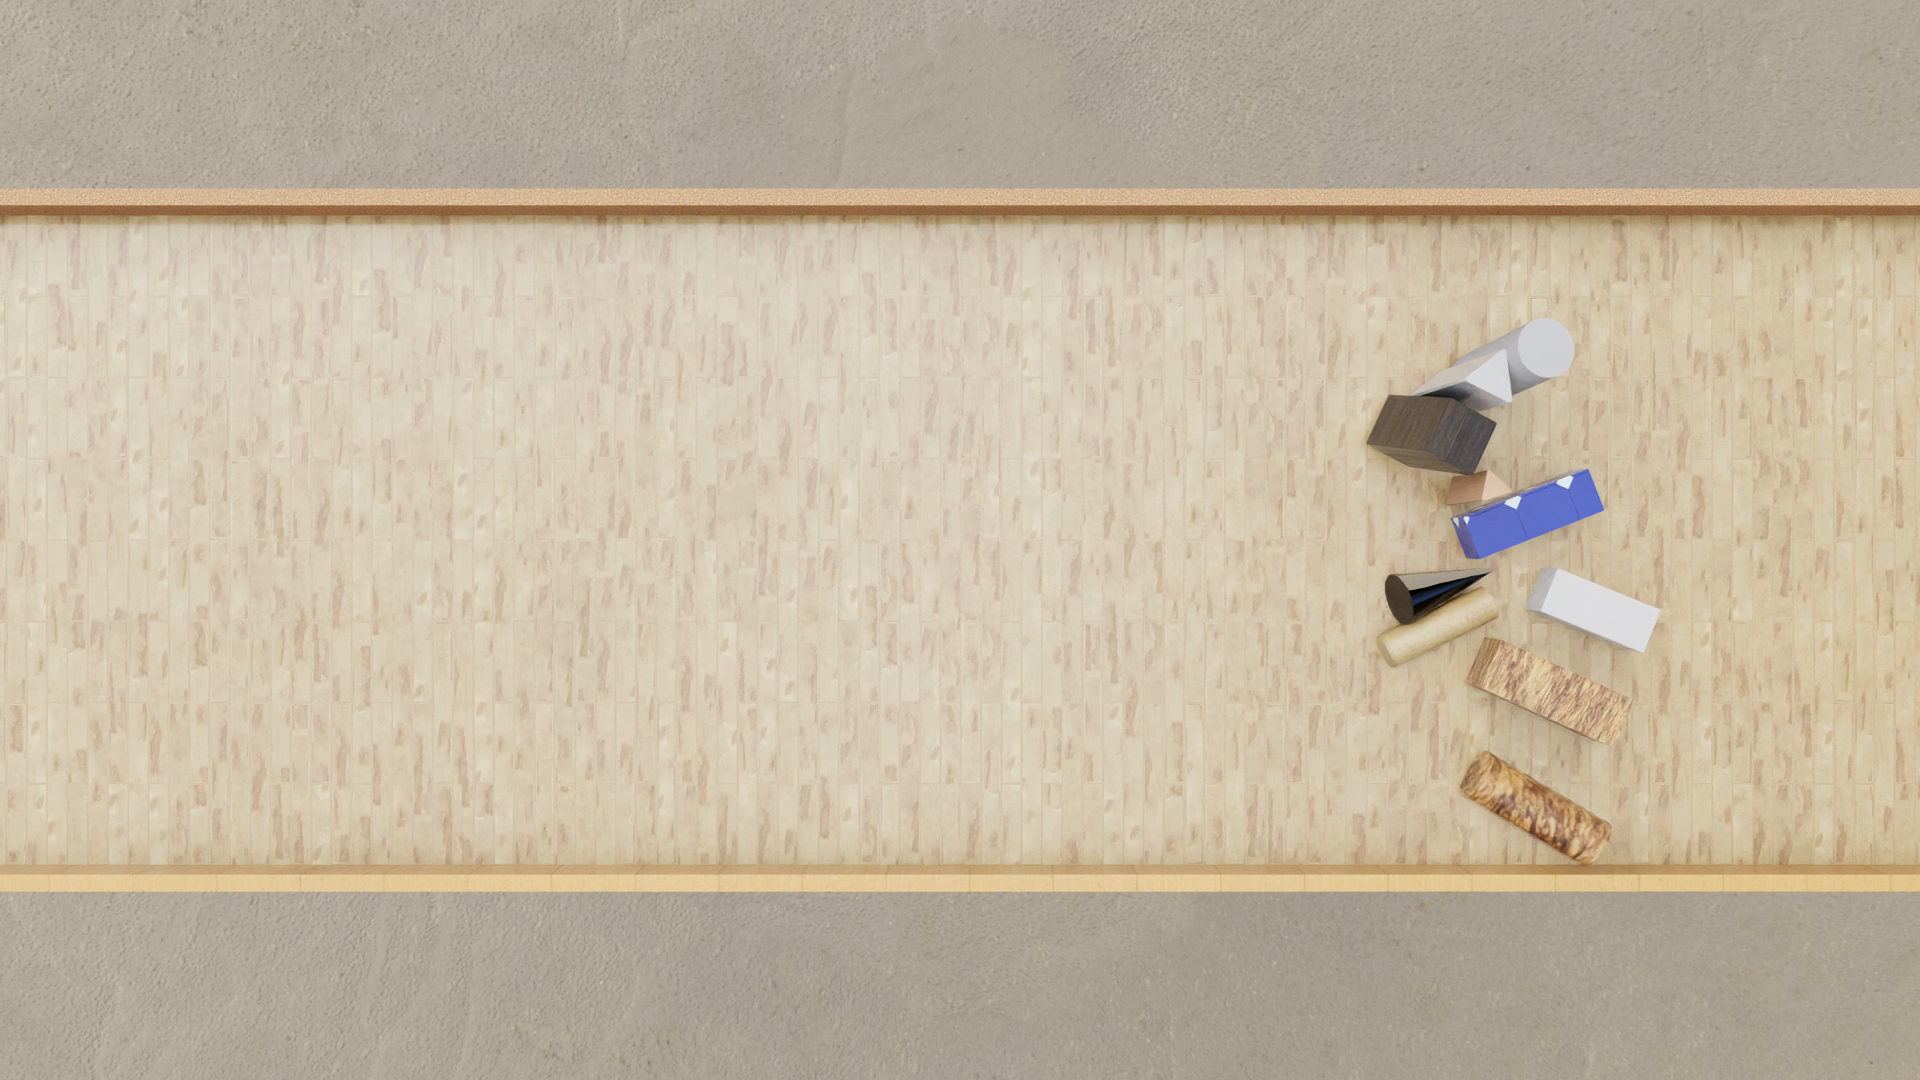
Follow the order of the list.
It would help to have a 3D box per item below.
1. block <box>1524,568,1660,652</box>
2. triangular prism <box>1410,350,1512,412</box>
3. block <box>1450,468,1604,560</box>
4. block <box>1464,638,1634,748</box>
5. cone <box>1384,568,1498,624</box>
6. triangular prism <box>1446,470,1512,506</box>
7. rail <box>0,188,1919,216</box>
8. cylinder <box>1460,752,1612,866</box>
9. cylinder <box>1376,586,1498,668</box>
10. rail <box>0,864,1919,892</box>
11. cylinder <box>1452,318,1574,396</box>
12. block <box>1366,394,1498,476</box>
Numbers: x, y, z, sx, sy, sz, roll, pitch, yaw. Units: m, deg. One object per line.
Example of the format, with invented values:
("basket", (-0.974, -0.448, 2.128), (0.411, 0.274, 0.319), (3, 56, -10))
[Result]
("block", (1.919, 0.211, 5.007), (0.332, 0.138, 0.138), (22, 90, 0))
("triangular prism", (1.491, -0.471, 4.875), (0.152, 0.393, 0.131), (25, 83, -7))
("block", (1.720, -0.079, 5.009), (0.401, 0.135, 0.135), (-21, 90, 0))
("block", (1.783, 0.459, 4.999), (0.436, 0.155, 0.155), (24, 90, 0))
("cone", (1.495, 0.133, 5.038), (0.352, 0.160, 0.160), (-16, 90, -13))
("triangular prism", (1.531, -0.161, 4.911), (0.090, 0.329, 0.078), (-18, 89, -1))
("rail", (-2.247, -1.025, 5.002), (12.000, 0.150, 0.050), (0, 90, 0))
("cylinder", (1.745, 0.813, 5.002), (0.424, 0.150, 0.150), (31, 90, 0))
("cylinder", (1.452, 0.266, 5.023), (0.353, 0.108, 0.108), (-26, 90, 0))
("rail", (-2.247, 1.025, 5.001), (12.000, 0.150, 0.050), (0, 90, 0))
("cylinder", (1.616, -0.514, 4.849), (0.171, 0.429, 0.171), (1, 83, -9))
("block", (1.390, -0.314, 4.881), (0.167, 0.360, 0.167), (25, 90, -15))
